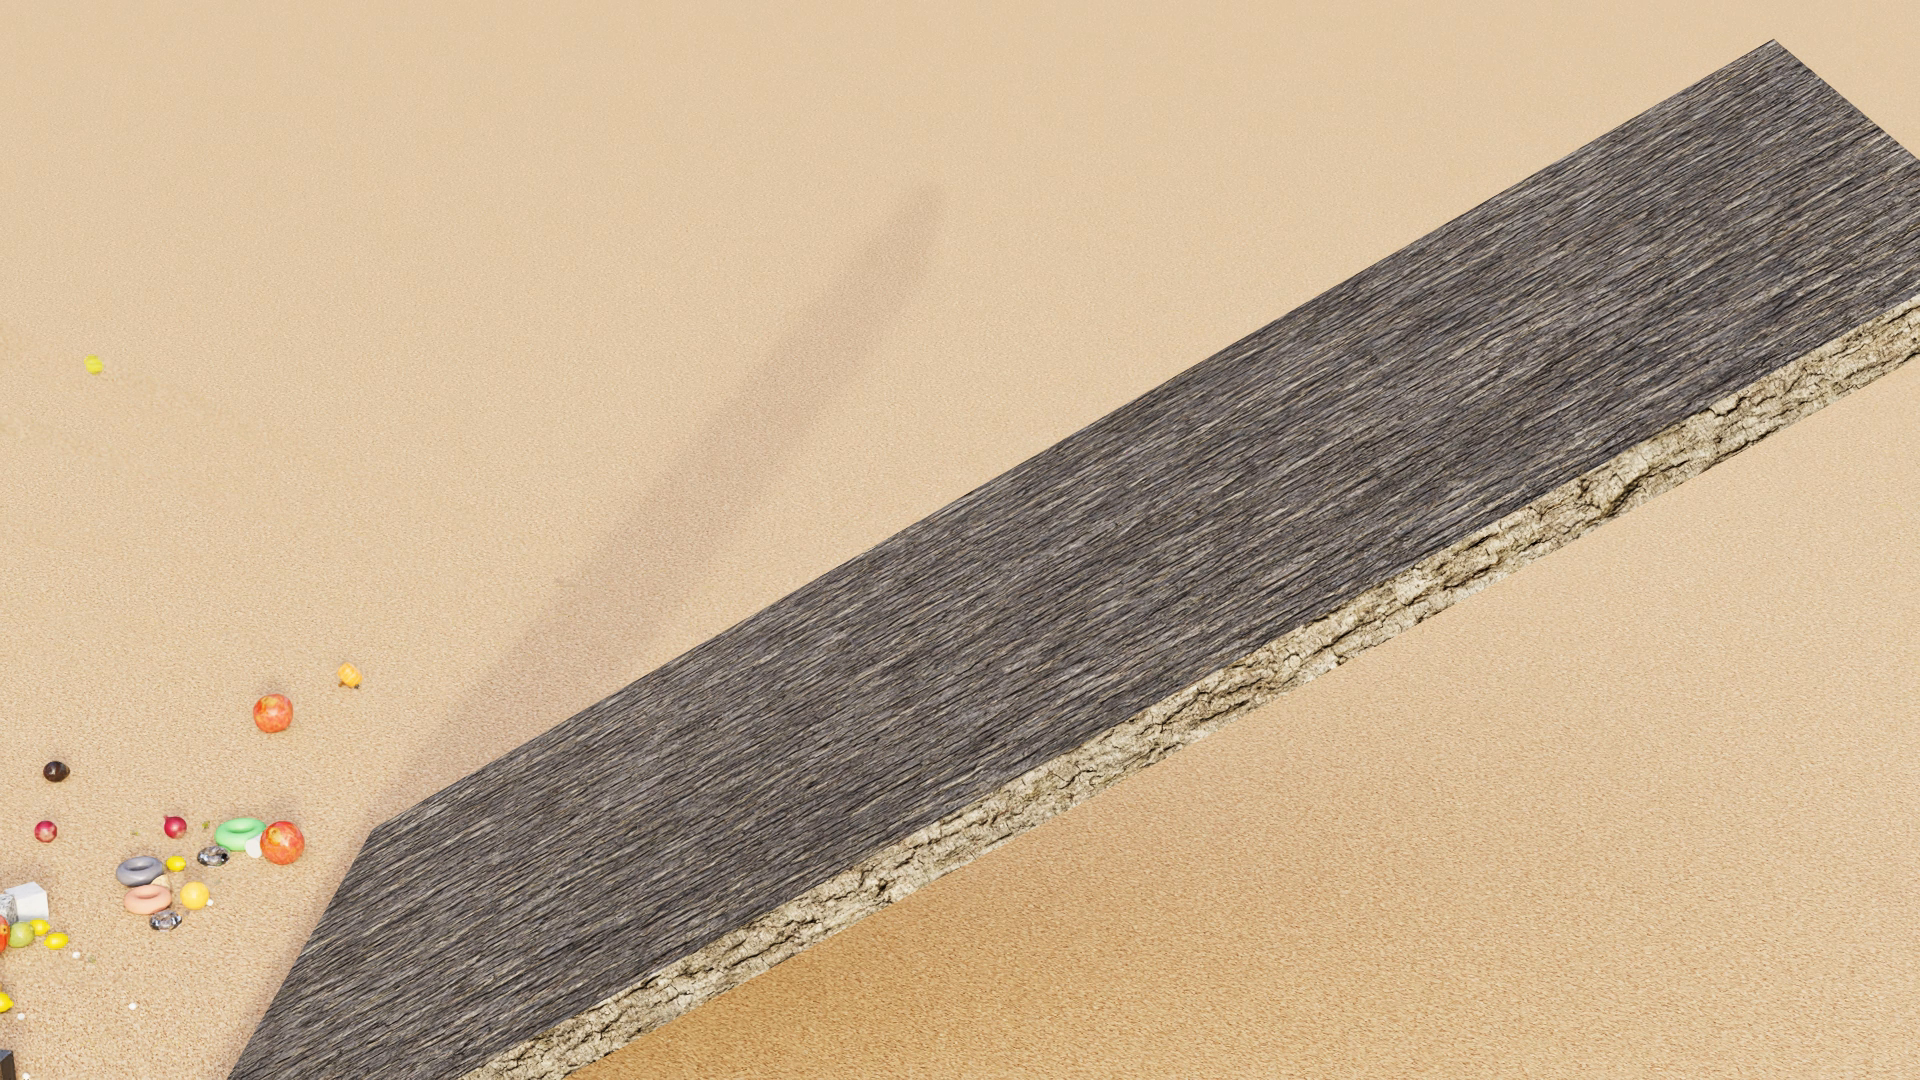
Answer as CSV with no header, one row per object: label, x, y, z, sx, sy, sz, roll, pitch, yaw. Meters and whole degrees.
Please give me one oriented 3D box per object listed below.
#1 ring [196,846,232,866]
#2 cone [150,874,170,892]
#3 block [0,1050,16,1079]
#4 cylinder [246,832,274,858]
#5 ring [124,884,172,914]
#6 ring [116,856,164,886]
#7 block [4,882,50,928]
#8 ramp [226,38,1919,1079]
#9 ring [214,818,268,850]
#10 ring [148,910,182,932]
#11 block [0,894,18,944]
ring,-1.944,0.825,7.665,0.088,0.029,0.088,1,20,0
cone,-2.021,0.891,7.481,0.056,0.056,0.056,-19,54,-44
block,-2.162,1.190,6.524,0.092,0.092,0.092,5,20,13
cylinder,-1.834,0.799,7.702,0.053,0.053,0.053,11,30,28
ring,-2.048,0.906,7.416,0.118,0.039,0.118,1,20,0
ring,-2.109,0.853,7.566,0.124,0.041,0.124,-1,20,0
block,-2.331,0.911,7.347,0.076,0.076,0.076,-15,24,-37
ramp,0.141,0.169,6.288,4.000,0.100,2.000,-29,15,13
ring,-1.899,0.778,7.773,0.140,0.047,0.140,1,20,0
ring,-1.976,0.947,7.316,0.083,0.028,0.083,-1,20,0
block,-2.384,0.935,7.255,0.090,0.090,0.090,-1,19,-4
